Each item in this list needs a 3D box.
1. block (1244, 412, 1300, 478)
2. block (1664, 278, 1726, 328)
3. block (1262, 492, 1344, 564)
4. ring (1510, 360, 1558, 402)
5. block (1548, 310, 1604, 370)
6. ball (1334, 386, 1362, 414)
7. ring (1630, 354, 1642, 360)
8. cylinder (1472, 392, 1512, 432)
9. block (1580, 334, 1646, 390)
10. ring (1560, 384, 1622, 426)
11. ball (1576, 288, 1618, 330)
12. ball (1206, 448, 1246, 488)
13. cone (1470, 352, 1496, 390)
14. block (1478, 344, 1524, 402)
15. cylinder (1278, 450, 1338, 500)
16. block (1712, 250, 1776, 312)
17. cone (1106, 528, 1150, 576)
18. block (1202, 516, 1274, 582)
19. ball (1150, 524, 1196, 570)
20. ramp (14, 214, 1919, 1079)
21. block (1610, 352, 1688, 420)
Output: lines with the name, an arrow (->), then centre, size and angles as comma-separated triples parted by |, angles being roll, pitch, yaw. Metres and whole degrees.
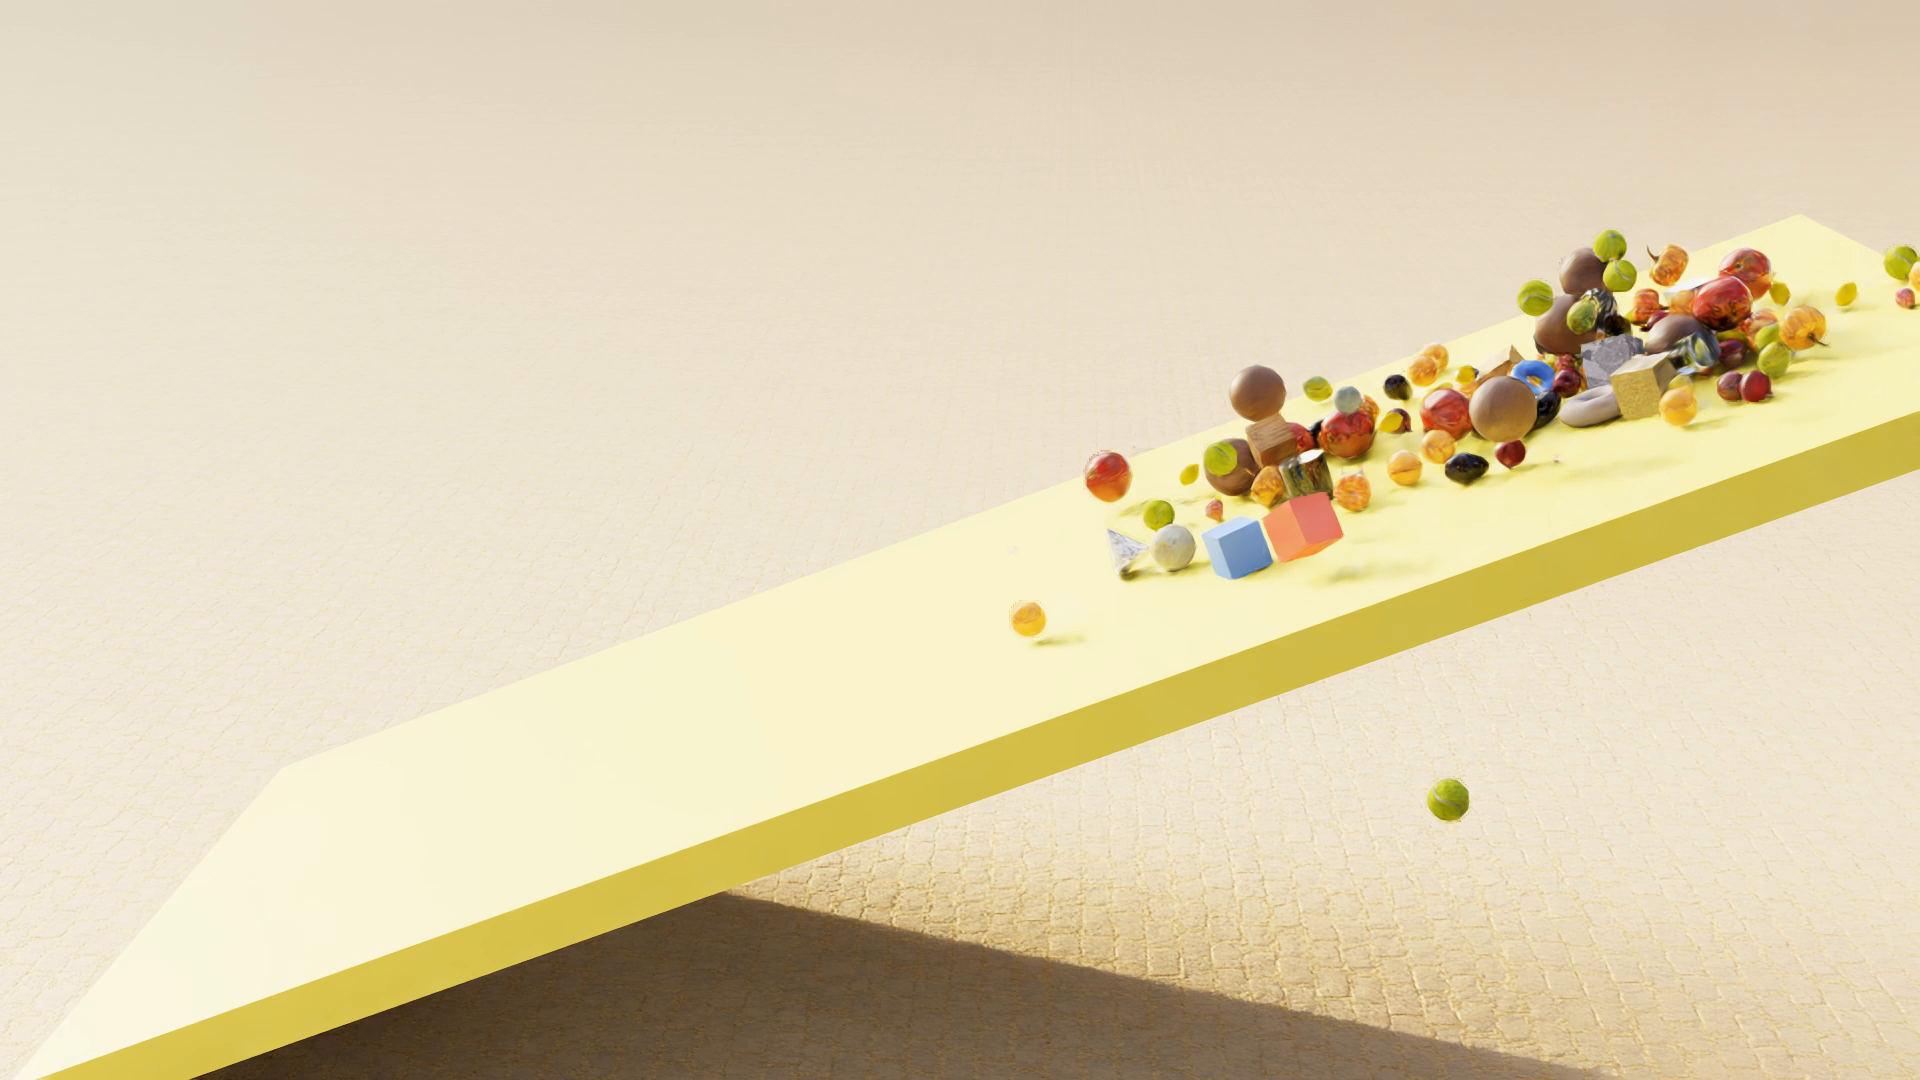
block -> 0.666, -0.201, 6.252 | 0.084, 0.084, 0.084 | -23, 46, -1
block -> 1.586, -0.512, 6.350 | 0.083, 0.083, 0.083 | -24, 12, -14
block -> 0.645, -0.024, 5.535 | 0.094, 0.094, 0.094 | -13, -14, -33
ring -> 1.194, -0.331, 6.114 | 0.102, 0.034, 0.102 | 3, 58, -4
block -> 1.341, -0.442, 6.437 | 0.096, 0.096, 0.096 | -14, 14, 33
ball -> 0.822, -0.297, 6.233 | 0.061, 0.061, 0.061 | 0, 13, 0
ring -> 1.376, -0.334, 5.867 | 0.094, 0.031, 0.094 | 39, -6, 5
cylinder -> 1.108, -0.266, 6.126 | 0.063, 0.063, 0.063 | 10, 32, 36
block -> 1.331, -0.355, 5.972 | 0.098, 0.098, 0.098 | -14, -11, 31
ring -> 1.273, -0.268, 5.883 | 0.150, 0.050, 0.150 | -21, 10, 4
ball -> 1.366, -0.495, 6.308 | 0.090, 0.090, 0.090 | 0, 13, 0
ball -> 0.588, -0.158, 6.508 | 0.087, 0.087, 0.087 | 0, 13, 0
cone -> 1.145, -0.351, 6.399 | 0.087, 0.087, 0.087 | -32, 14, 3
block -> 1.167, -0.349, 6.275 | 0.082, 0.082, 0.082 | -37, 12, 28
cylinder -> 0.721, -0.123, 6.090 | 0.097, 0.097, 0.097 | -20, 12, 4
block -> 1.677, -0.554, 6.287 | 0.082, 0.082, 0.082 | 41, 37, 13
cone -> 0.332, 0.010, 6.093 | 0.096, 0.096, 0.096 | 51, 32, 12
block -> 0.545, 0.016, 5.783 | 0.091, 0.091, 0.091 | -24, 12, -12
ball -> 0.434, 0.015, 5.982 | 0.093, 0.093, 0.093 | 0, 13, 0
ramp -> 0.119, 0.175, 6.294 | 4.000, 0.100, 2.000 | -20, 12, 7
block -> 1.353, -0.303, 5.784 | 0.095, 0.095, 0.095 | -11, 16, 43
